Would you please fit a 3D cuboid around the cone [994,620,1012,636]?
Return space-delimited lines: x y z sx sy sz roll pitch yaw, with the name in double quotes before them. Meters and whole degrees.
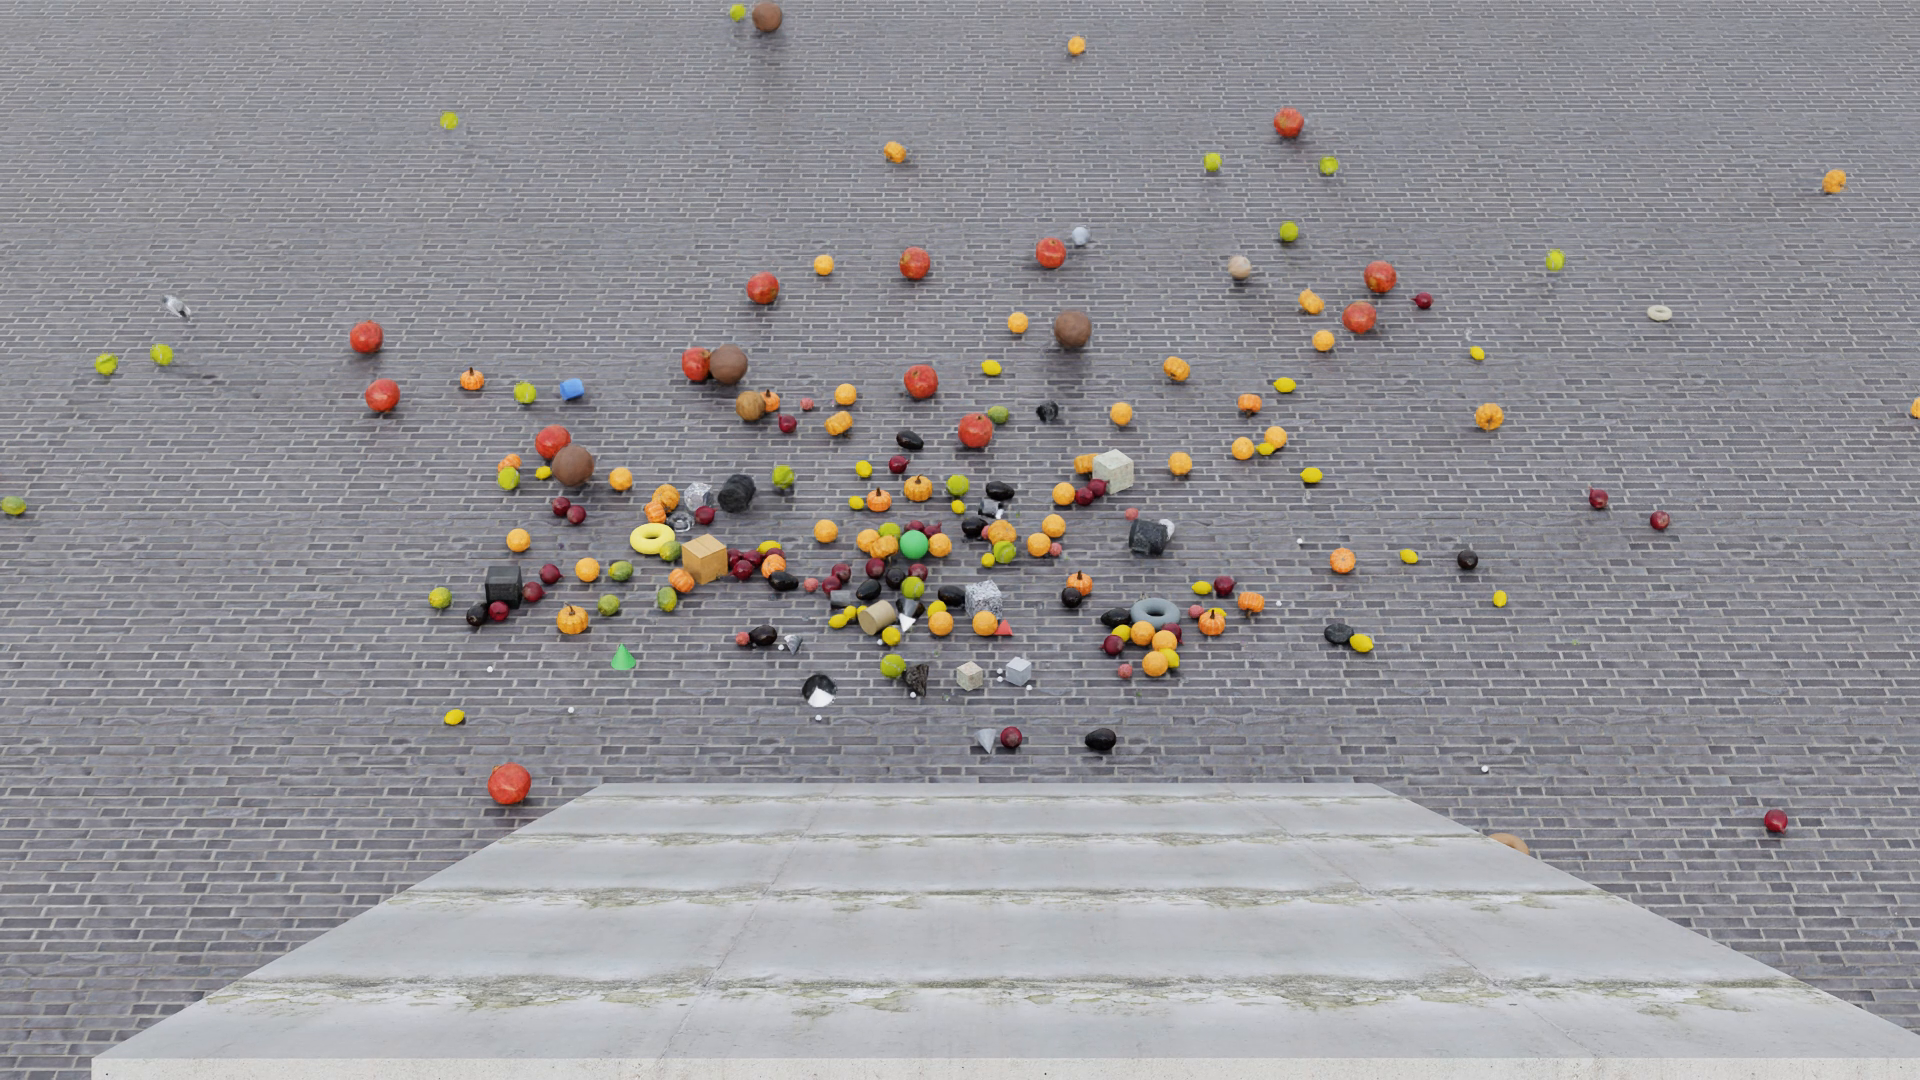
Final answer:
"cone" 0.117 0.262 7.461 0.052 0.052 0.052 -26 33 9

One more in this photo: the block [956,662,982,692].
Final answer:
"block" 0.027 0.381 7.253 0.052 0.052 0.052 -23 40 -31

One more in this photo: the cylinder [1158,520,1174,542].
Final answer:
"cylinder" 0.617 -0.027 7.872 0.054 0.054 0.054 12 35 18

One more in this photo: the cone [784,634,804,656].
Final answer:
"cone" -0.475 0.306 7.392 0.054 0.054 0.054 0 60 0

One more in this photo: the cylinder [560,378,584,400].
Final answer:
"cylinder" -1.286 -0.499 8.587 0.060 0.060 0.060 -15 36 -30

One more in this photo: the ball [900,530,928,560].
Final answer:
"ball" -0.138 0.015 7.778 0.089 0.089 0.089 0 33 0

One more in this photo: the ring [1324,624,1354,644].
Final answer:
"ring" 1.089 0.269 7.444 0.087 0.029 0.087 -1 32 1

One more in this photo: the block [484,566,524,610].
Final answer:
"block" -1.333 0.140 7.585 0.091 0.091 0.091 0 33 0

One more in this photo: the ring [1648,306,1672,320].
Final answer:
"ring" 2.445 -0.793 9.065 0.086 0.029 0.086 1 34 -1

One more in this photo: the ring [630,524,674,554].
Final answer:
"ring" -0.930 -0.004 7.847 0.137 0.046 0.137 -1 33 1

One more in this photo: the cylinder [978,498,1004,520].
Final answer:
"cylinder" 0.095 -0.095 7.975 0.057 0.057 0.057 15 36 21

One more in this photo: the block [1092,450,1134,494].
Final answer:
"block" 0.480 -0.214 8.125 0.091 0.091 0.091 -21 39 -29

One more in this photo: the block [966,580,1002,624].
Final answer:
"block" 0.068 0.180 7.531 0.083 0.083 0.083 -12 35 -17

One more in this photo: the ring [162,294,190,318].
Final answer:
"ring" -2.734 -0.814 9.039 0.109 0.109 0.036 24 74 32

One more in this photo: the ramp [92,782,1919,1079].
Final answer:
"ramp" 0.074 0.643 4.764 2.000 0.100 4.000 0 -1 0

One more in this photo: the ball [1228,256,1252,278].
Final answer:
"ball" 1.003 -0.977 9.296 0.083 0.083 0.083 0 33 0

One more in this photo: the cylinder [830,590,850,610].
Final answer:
"cylinder" -0.348 0.174 7.564 0.057 0.057 0.057 -2 33 -1

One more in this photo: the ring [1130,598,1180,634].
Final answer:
"ring" 0.565 0.219 7.503 0.149 0.050 0.149 1 32 -1

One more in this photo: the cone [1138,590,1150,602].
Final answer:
"cone" 0.531 0.181 7.584 0.050 0.050 0.050 -39 43 -7

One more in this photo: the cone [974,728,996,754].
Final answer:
"cone" 0.075 0.552 7.014 0.063 0.063 0.063 -6 60 -9

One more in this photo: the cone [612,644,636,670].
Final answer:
"cone" -0.954 0.319 7.331 0.070 0.070 0.070 0 33 0

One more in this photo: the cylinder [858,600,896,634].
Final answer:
"cylinder" -0.240 0.223 7.472 0.076 0.076 0.076 28 43 36

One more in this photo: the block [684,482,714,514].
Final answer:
"block" -0.808 -0.131 8.022 0.065 0.065 0.065 14 36 20

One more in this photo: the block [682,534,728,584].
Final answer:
"block" -0.758 0.057 7.708 0.095 0.095 0.095 -24 40 -32

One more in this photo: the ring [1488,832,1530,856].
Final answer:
"ring" 1.391 0.797 6.628 0.127 0.042 0.127 1 34 0

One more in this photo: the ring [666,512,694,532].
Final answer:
"ring" -0.856 -0.055 7.939 0.088 0.029 0.088 0 32 0

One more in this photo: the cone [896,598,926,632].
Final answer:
"cone" -0.153 0.230 7.495 0.089 0.089 0.089 8 61 11

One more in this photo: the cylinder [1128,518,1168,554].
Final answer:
"cylinder" 0.567 -0.010 7.812 0.093 0.093 0.093 12 35 18

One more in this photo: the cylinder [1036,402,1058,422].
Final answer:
"cylinder" 0.287 -0.420 8.475 0.052 0.052 0.052 -22 39 -30

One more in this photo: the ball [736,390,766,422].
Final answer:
"ball" -0.683 -0.437 8.457 0.100 0.100 0.100 0 33 0

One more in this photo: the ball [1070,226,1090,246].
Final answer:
"ball" 0.441 -1.115 9.520 0.068 0.068 0.068 0 33 0

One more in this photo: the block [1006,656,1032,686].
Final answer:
"block" 0.164 0.369 7.272 0.052 0.052 0.052 21 39 29

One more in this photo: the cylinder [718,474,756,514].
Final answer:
"cylinder" -0.690 -0.142 8.016 0.090 0.090 0.090 8 34 12
